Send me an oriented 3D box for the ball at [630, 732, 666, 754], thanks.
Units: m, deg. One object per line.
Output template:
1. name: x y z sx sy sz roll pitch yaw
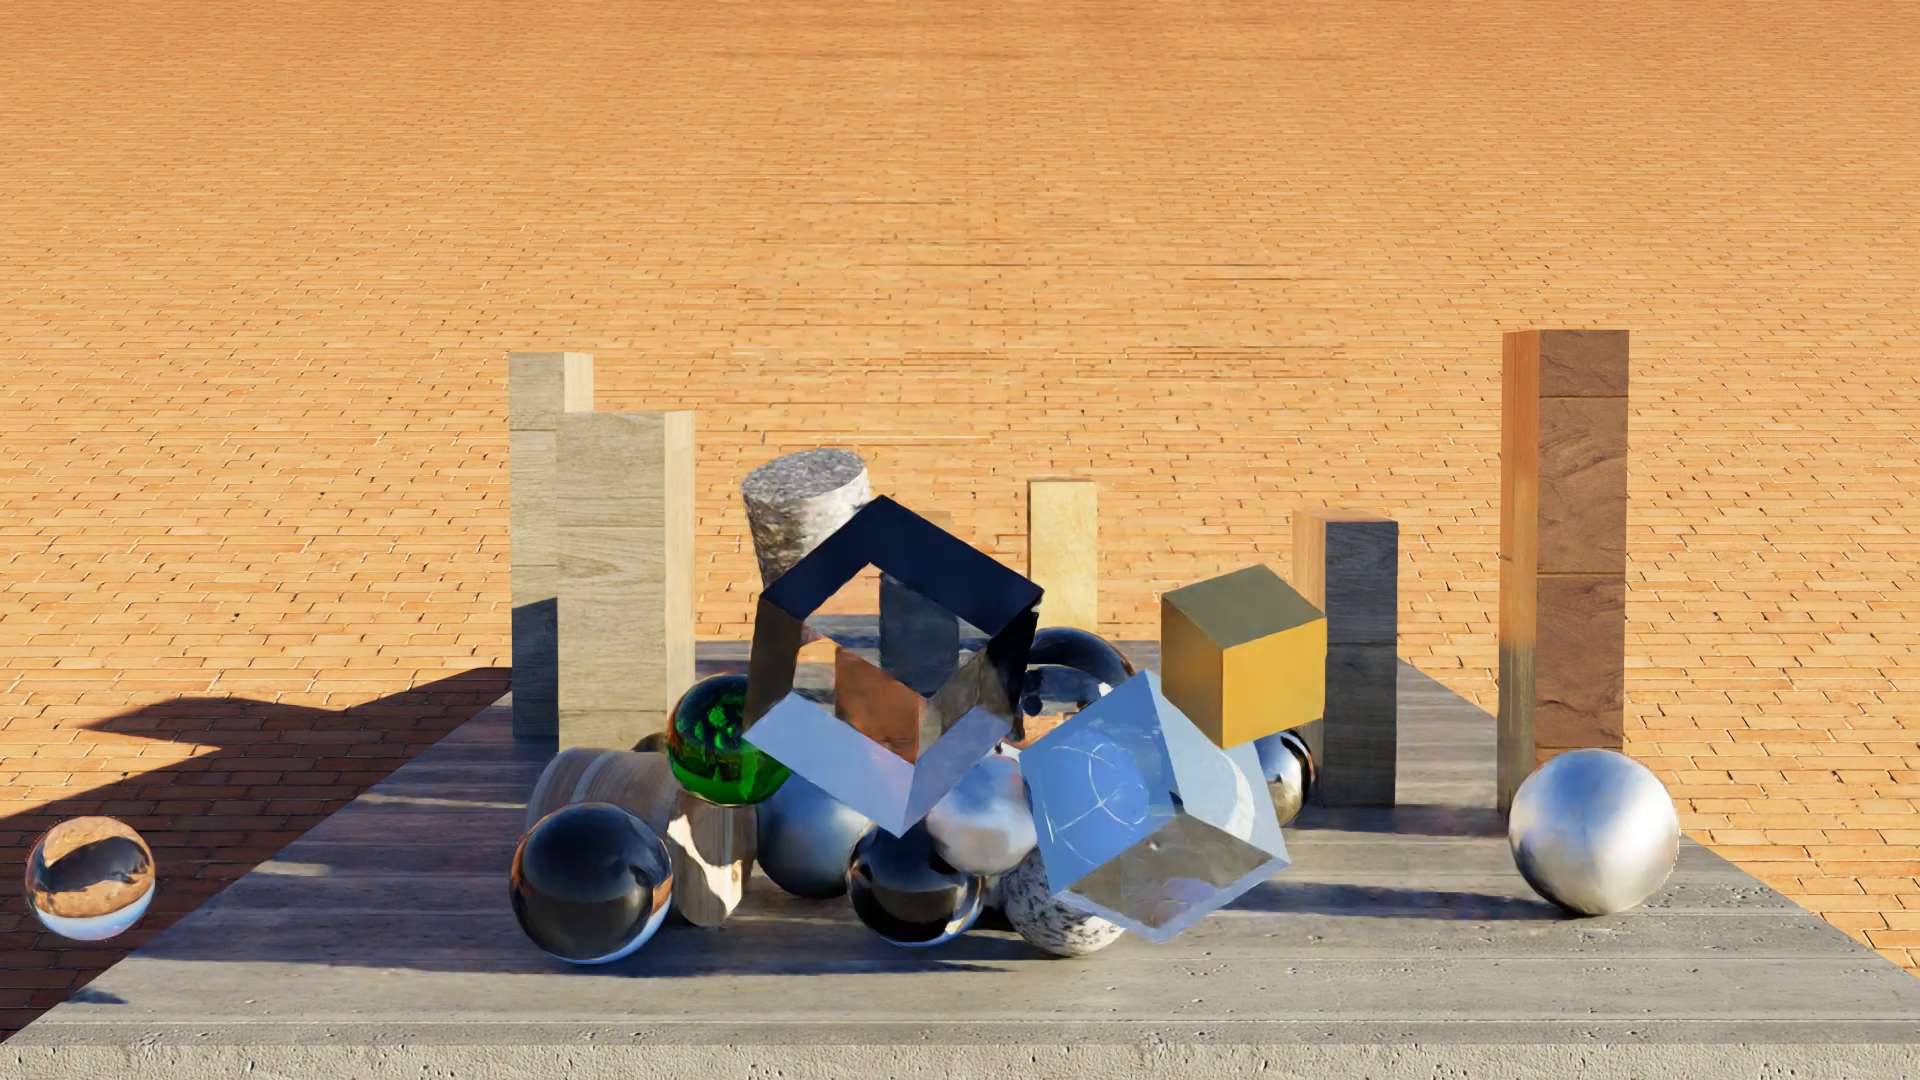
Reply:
1. ball: -0.388 0.315 3.401 0.122 0.122 0.122 0 20 0

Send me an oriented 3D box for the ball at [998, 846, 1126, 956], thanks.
1. ball: 0.126 0.393 2.931 0.163 0.163 0.163 0 20 0

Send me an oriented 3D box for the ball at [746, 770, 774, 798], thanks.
1. ball: -0.266 0.378 3.535 0.119 0.119 0.119 0 20 0

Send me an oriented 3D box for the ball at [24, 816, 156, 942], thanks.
1. ball: -1.024 0.399 3.025 0.147 0.147 0.147 0 20 0

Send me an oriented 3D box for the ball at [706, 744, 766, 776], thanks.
1. ball: -0.337 0.359 3.744 0.119 0.119 0.119 0 20 0

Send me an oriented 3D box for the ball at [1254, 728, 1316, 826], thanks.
1. ball: 0.437 0.342 3.749 0.163 0.163 0.163 0 20 0

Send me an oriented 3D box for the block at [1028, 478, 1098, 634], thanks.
1. block: 0.224 0.088 5.684 0.145 0.436 0.240 0 3 0

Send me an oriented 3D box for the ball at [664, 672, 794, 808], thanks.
1. ball: -0.264 0.232 2.988 0.158 0.158 0.158 0 20 0

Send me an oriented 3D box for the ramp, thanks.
1. ramp: 0.047 0.426 4.533 2.000 0.100 4.000 0 3 0

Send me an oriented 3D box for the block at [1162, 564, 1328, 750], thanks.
1. block: 0.288 0.118 2.614 0.121 0.121 0.121 -16 33 -22

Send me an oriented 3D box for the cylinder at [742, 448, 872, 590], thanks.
1. cylinder: -0.226 -0.013 4.009 0.195 0.195 0.195 -9 24 4

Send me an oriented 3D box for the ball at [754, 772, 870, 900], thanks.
1. ball: -0.176 0.363 3.252 0.182 0.182 0.182 0 20 0

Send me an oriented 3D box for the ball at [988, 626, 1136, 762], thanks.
1. ball: 0.117 0.198 2.998 0.195 0.195 0.195 0 20 0

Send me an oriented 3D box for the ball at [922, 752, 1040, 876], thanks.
1. ball: 0.028 0.301 2.820 0.137 0.137 0.137 0 20 0

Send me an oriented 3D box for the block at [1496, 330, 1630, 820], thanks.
1. block: 0.881 0.058 3.770 0.126 0.727 0.248 0 3 0

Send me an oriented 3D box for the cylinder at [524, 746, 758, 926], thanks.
1. cylinder: -0.388 0.360 3.134 0.203 0.203 0.203 2 19 27

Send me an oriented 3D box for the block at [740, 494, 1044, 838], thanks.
1. block: -0.067 0.120 2.488 0.195 0.195 0.195 30 46 20

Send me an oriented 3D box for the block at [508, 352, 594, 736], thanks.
1. block: -0.780 -0.003 4.936 0.103 0.710 0.380 0 3 0

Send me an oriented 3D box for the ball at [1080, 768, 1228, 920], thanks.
1. ball: 0.233 0.373 3.149 0.187 0.187 0.187 0 20 0

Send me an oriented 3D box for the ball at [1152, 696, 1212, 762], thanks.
1. ball: 0.402 0.309 4.148 0.181 0.181 0.181 0 20 0

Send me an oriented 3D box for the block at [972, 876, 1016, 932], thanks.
1. block: 0.031 0.360 3.184 0.197 0.197 0.197 2 4 31

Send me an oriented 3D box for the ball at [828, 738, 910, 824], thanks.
1. ball: -0.141 0.356 3.724 0.139 0.139 0.139 0 20 0

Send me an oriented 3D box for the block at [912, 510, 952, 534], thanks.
1. block: -0.083 0.163 4.602 0.135 0.417 0.318 0 3 0

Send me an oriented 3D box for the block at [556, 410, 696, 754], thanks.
1. block: -0.469 0.124 3.651 0.145 0.613 0.392 0 3 0

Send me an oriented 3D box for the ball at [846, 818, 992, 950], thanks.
1. ball: -0.047 0.382 2.928 0.166 0.166 0.166 0 20 0

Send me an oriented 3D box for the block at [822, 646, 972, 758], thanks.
1. block: -0.077 0.195 3.084 0.124 0.124 0.124 0 -5 -42

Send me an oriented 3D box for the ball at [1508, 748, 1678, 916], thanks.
1. ball: 0.777 0.358 3.154 0.204 0.204 0.204 0 20 0

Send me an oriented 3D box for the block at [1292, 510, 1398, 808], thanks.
1. block: 0.614 0.180 4.129 0.111 0.440 0.385 0 3 0

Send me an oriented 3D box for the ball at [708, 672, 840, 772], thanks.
1. ball: -0.288 0.308 3.976 0.206 0.206 0.206 0 20 0

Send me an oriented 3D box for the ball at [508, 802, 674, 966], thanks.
1. ball: -0.414 0.385 2.885 0.183 0.183 0.183 0 20 0

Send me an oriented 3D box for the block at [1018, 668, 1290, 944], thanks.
1. block: 0.207 0.289 2.765 0.184 0.184 0.184 29 35 -40
